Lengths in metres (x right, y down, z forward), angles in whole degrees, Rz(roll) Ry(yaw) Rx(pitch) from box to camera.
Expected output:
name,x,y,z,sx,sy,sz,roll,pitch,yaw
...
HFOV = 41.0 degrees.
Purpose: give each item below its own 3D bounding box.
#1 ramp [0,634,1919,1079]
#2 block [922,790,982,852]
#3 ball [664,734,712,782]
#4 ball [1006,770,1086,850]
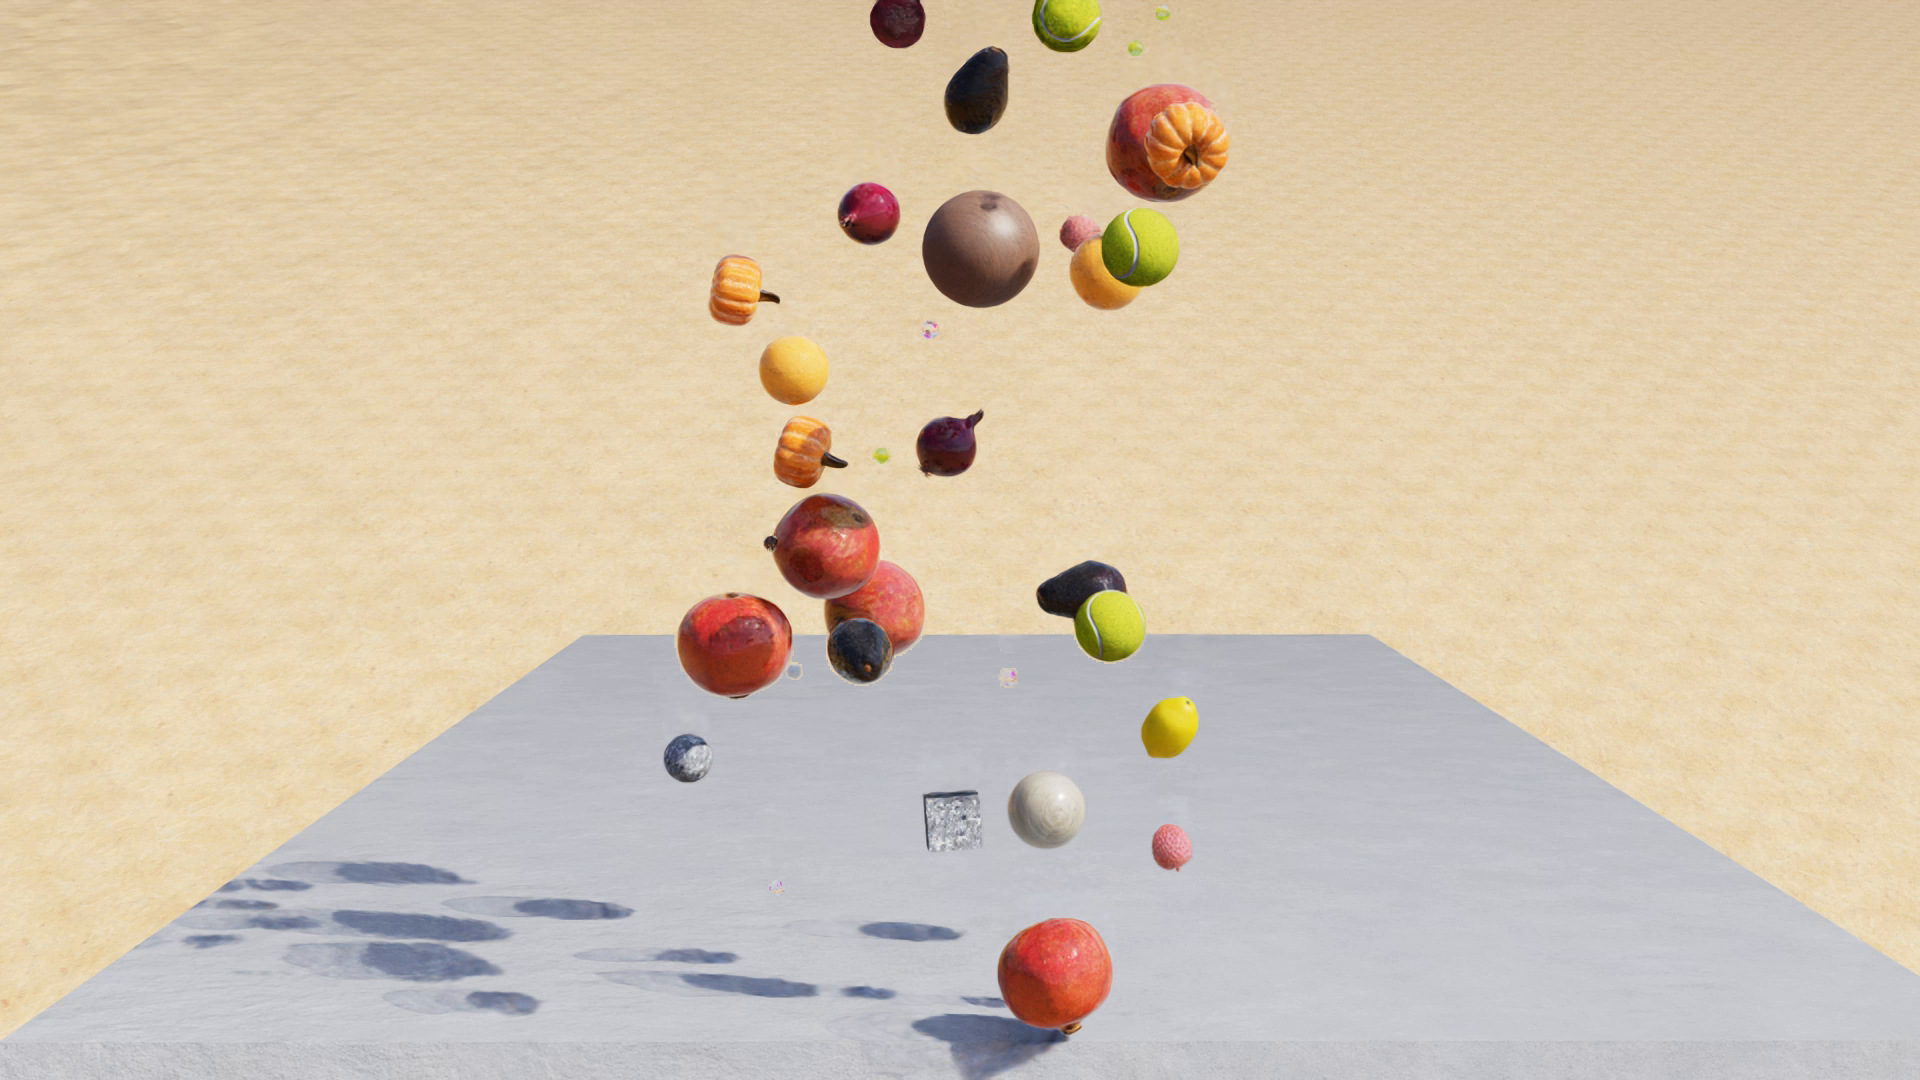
name,x,y,z,sx,sy,sz,roll,pitch,yaw
ramp,0.046,0.418,4.535,2.000,0.100,4.000,0,4,0
block,-0.008,0.286,2.613,0.054,0.054,0.054,-4,0,-4
ball,-0.281,0.225,2.651,0.050,0.050,0.050,0,20,0
ball,0.098,0.307,2.917,0.090,0.090,0.090,0,20,0
